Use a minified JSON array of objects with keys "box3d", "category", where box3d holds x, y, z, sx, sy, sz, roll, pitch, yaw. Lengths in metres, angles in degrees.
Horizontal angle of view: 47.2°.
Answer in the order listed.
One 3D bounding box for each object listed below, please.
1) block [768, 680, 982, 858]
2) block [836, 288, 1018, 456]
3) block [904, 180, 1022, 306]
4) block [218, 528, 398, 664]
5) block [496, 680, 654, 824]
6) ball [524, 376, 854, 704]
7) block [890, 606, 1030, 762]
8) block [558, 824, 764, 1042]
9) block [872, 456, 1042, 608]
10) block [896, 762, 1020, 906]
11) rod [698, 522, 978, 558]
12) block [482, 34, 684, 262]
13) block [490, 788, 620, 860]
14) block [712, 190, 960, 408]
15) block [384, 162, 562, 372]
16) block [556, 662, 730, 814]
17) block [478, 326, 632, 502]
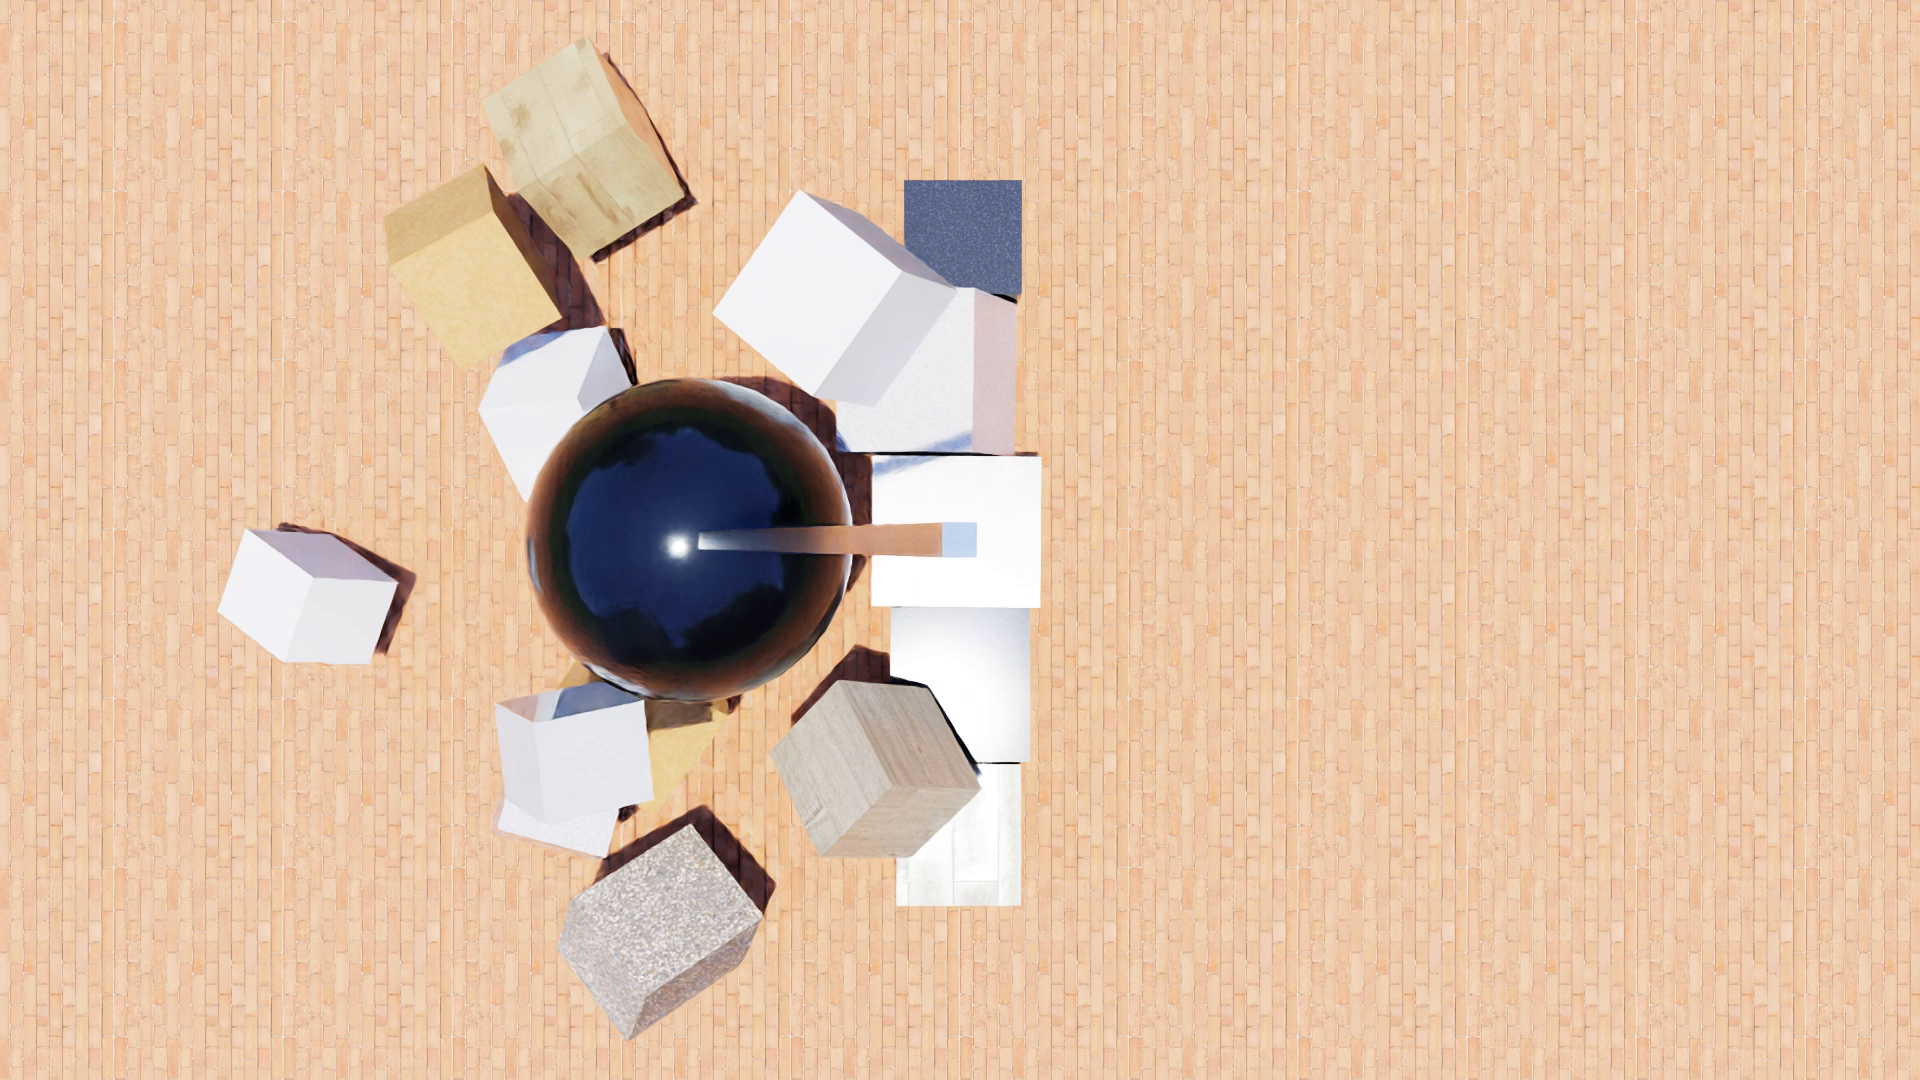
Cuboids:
[{"box3d":[-0.452,1.235,11.769,0.627,0.710,0.684,-47,56,27],"category":"block"},{"box3d":[-0.178,-0.930,12.475,0.788,0.856,0.890,1,90,17],"category":"block"},{"box3d":[0.016,-1.701,12.671,0.664,0.658,0.639,0,90,0],"category":"block"},{"box3d":[-3.713,0.323,12.527,0.656,0.601,0.517,29,103,32],"category":"block"},{"box3d":[-1.761,0.962,10.036,0.520,0.503,0.467,-11,102,-30],"category":"block"},{"box3d":[-1.320,0.000,10.755,1.600,1.600,1.600,0,90,0],"category":"ball"},{"box3d":[0.002,0.803,12.609,0.777,0.781,0.858,0,90,0],"category":"block"},{"box3d":[-1.694,2.212,12.384,0.816,0.700,0.682,-31,71,-32],"category":"block"},{"box3d":[-0.019,-0.048,12.603,0.934,0.793,0.835,1,90,0],"category":"block"},{"box3d":[-0.006,1.632,12.578,0.686,0.844,0.779,0,90,0],"category":"block"},{"box3d":[-0.572,0.000,7.439,0.080,5.200,0.080,0,90,-13],"category":"rod"},{"box3d":[-2.128,-2.212,12.434,0.709,0.686,0.793,-31,55,5],"category":"block"},{"box3d":[-2.125,1.337,11.759,0.580,0.552,0.601,17,77,-13],"category":"block"},{"box3d":[-0.648,-1.267,11.705,0.720,0.882,0.793,40,102,15],"category":"block"},{"box3d":[-2.586,-1.450,11.665,0.605,0.643,0.705,-28,125,1],"category":"block"},{"box3d":[-1.830,0.953,12.453,0.684,0.656,0.770,29,111,-25],"category":"block"},{"box3d":[-2.242,-0.713,12.471,0.593,0.644,0.685,-6,132,15],"category":"block"}]
